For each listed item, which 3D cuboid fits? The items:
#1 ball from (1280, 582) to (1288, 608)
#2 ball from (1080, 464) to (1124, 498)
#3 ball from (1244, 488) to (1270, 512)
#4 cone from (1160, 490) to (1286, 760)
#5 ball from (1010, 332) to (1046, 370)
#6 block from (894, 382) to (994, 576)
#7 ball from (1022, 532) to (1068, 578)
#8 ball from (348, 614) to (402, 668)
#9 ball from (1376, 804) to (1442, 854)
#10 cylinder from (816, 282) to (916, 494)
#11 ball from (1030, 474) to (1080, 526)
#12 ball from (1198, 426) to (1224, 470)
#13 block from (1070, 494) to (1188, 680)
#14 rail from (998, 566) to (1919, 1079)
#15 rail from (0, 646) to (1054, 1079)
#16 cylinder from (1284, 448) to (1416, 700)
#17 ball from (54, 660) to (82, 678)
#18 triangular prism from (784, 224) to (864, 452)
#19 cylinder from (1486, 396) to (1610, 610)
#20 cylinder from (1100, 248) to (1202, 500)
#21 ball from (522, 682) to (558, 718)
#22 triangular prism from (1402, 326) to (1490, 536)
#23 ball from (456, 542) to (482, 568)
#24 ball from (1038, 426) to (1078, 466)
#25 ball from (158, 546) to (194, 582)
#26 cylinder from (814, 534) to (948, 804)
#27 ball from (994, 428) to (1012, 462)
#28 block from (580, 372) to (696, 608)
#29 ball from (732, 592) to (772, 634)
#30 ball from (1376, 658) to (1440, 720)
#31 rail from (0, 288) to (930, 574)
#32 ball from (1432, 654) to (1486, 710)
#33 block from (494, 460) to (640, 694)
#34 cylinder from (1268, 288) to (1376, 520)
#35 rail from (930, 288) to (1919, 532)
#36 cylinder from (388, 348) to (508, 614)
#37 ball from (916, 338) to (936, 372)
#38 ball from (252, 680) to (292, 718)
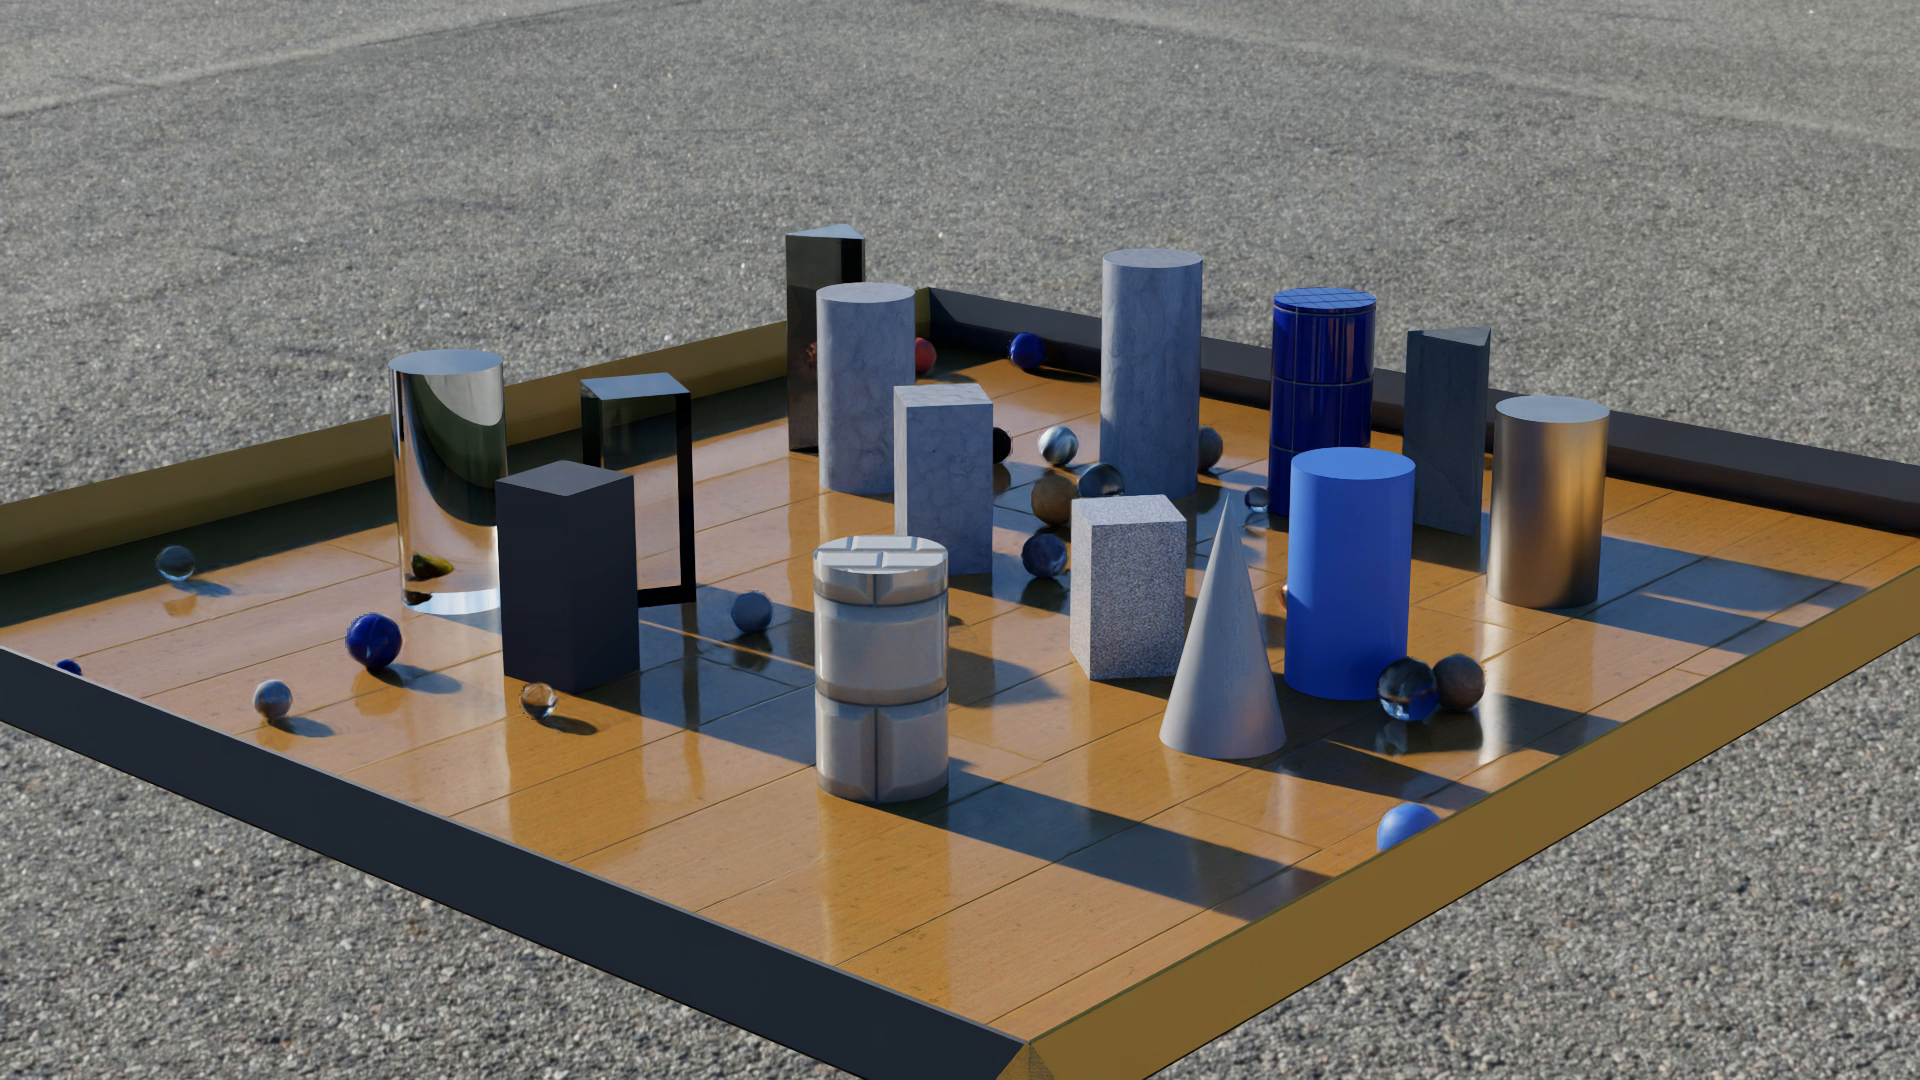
[{"bbox_3d":[0.576,0.096,5.026,0.058,0.058,0.058,0,17,0],"label":"ball"},{"bbox_3d":[0.272,-0.104,5.641,0.086,0.086,0.086,0,17,0],"label":"ball"},{"bbox_3d":[0.570,-0.076,5.613,0.049,0.049,0.049,0,17,0],"label":"ball"},{"bbox_3d":[0.399,0.111,4.400,0.193,0.390,0.193,0,17,0],"label":"cone"},{"bbox_3d":[0.156,-0.433,6.732,0.086,0.086,0.086,0,17,0],"label":"ball"},{"bbox_3d":[-0.030,-0.109,5.266,0.155,0.313,0.155,-3,17,-9],"label":"block"},{"bbox_3d":[0.150,0.028,5.214,0.081,0.081,0.081,0,17,0],"label":"ball"},{"bbox_3d":[-0.948,0.164,4.751,0.087,0.087,0.087,0,17,0],"label":"ball"},{"bbox_3d":[0.608,0.402,3.949,0.094,0.094,0.094,0,17,0],"label":"ball"},{"bbox_3d":[-0.184,-0.300,5.779,0.193,0.382,0.193,0,17,0],"label":"cylinder"},{"bbox_3d":[0.180,-0.076,5.532,0.095,0.095,0.095,0,17,0],"label":"ball"},{"bbox_3d":[0.486,-0.186,5.907,0.089,0.089,0.089,0,17,0],"label":"ball"},{"bbox_3d":[0.271,0.075,4.749,0.155,0.259,0.155,-3,17,-9],"label":"block"},{"bbox_3d":[1.013,0.285,4.279,0.045,0.126,2.917,14,22,39],"label":"rail"},{"bbox_3d":[-0.941,0.344,4.083,2.729,0.126,0.045,14,22,39],"label":"rail"},{"bbox_3d":[0.617,0.052,4.651,0.193,0.360,0.193,0,17,0],"label":"cylinder"},{"bbox_3d":[-1.418,0.214,4.651,0.049,0.049,0.049,0,17,0],"label":"ball"},{"bbox_3d":[-0.254,-0.415,6.039,0.167,0.452,0.145,5,17,15],"label":"triangular prism"},{"bbox_3d":[1.020,-0.067,5.093,0.193,0.331,0.193,0,17,0],"label":"cylinder"},{"bbox_3d":[0.371,-0.324,5.720,0.193,0.461,0.193,0,17,0],"label":"cylinder"},{"bbox_3d":[-0.650,0.247,4.530,0.055,0.055,0.055,0,17,0],"label":"ball"},{"bbox_3d":[0.946,-0.213,5.523,0.167,0.364,0.145,16,23,42],"label":"triangular prism"},{"bbox_3d":[-0.883,0.028,5.274,0.045,0.045,0.045,0,17,0],"label":"ball"},{"bbox_3d":[0.200,-0.191,5.940,0.080,0.080,0.080,0,17,0],"label":"ball"},{"bbox_3d":[-1.389,0.042,5.197,0.064,0.064,0.064,0,17,0],"label":"ball"},{"bbox_3d":[-0.113,0.184,4.238,0.193,0.344,0.193,0,17,0],"label":"cylinder"},{"bbox_3d":[0.068,-0.193,5.959,0.073,0.073,0.073,0,17,0],"label":"ball"},{"bbox_3d":[-0.557,-0.085,5.080,0.155,0.374,0.155,-6,18,-20],"label":"block"},{"bbox_3d":[-0.349,0.122,4.922,0.070,0.070,0.070,0,17,0],"label":"ball"},{"bbox_3d":[0.690,0.230,4.515,0.097,0.097,0.097,0,17,0],"label":"ball"},{"bbox_3d":[-1.013,-0.223,5.962,0.045,0.126,2.917,14,22,39],"label":"rail"},{"bbox_3d":[0.774,0.221,4.561,0.087,0.087,0.087,0,17,0],"label":"ball"},{"bbox_3d":[-0.627,0.057,4.692,0.155,0.326,0.155,12,21,35],"label":"block"},{"bbox_3d":[0.688,-0.259,5.588,0.193,0.413,0.193,0,17,0],"label":"cylinder"},{"bbox_3d":[0.941,-0.282,6.158,2.729,0.126,0.045,14,22,39],"label":"rail"},{"bbox_3d":[-0.876,-0.102,5.054,0.193,0.421,0.193,0,17,0],"label":"cylinder"},{"bbox_3d":[-0.094,-0.423,6.710,0.078,0.078,0.078,0,17,0],"label":"ball"},{"bbox_3d":[-1.061,0.246,4.527,0.060,0.060,0.060,0,17,0],"label":"ball"}]
